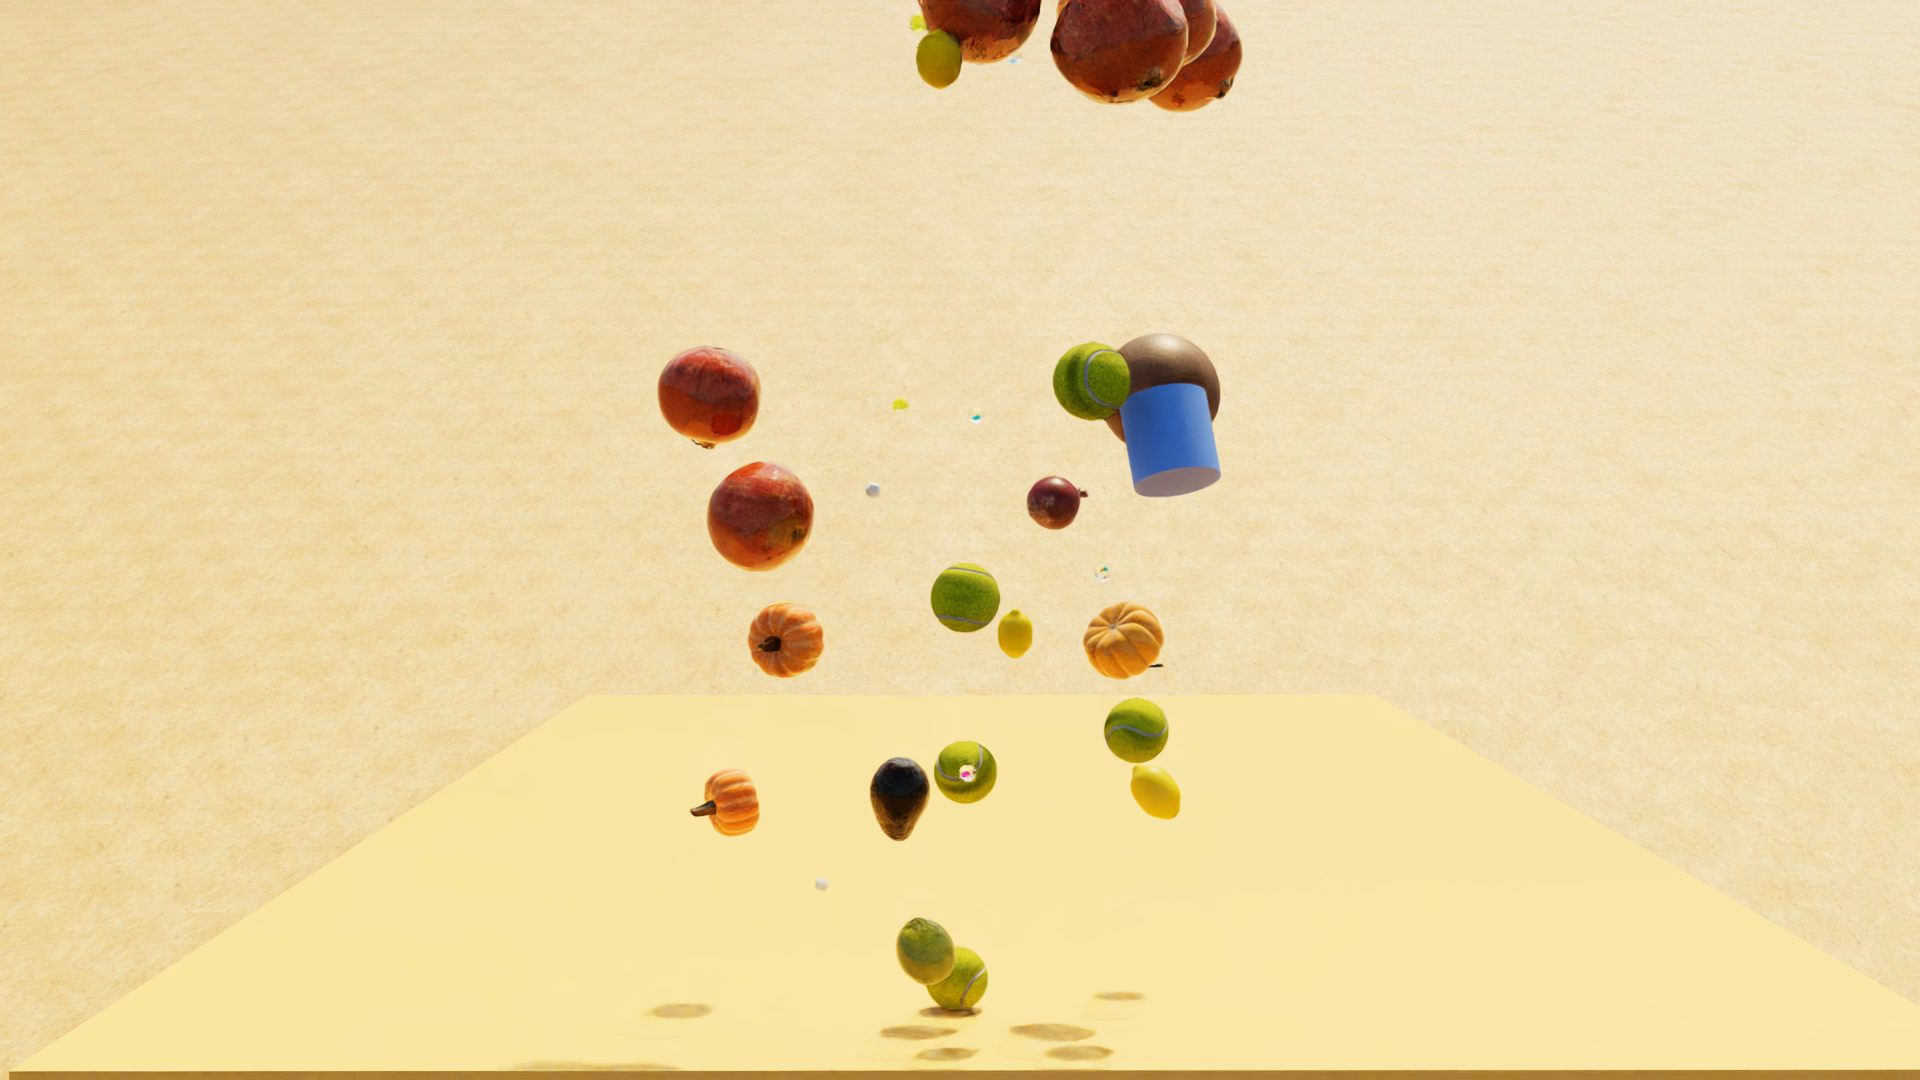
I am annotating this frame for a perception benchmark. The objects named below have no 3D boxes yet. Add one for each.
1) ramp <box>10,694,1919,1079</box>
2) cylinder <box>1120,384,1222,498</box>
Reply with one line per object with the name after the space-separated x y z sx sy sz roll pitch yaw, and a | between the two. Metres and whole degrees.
0.056 0.509 4.552 2.000 0.100 4.000 0 2 0 | ramp
0.191 -0.090 2.341 0.080 0.080 0.080 -8 -17 -3 | cylinder
